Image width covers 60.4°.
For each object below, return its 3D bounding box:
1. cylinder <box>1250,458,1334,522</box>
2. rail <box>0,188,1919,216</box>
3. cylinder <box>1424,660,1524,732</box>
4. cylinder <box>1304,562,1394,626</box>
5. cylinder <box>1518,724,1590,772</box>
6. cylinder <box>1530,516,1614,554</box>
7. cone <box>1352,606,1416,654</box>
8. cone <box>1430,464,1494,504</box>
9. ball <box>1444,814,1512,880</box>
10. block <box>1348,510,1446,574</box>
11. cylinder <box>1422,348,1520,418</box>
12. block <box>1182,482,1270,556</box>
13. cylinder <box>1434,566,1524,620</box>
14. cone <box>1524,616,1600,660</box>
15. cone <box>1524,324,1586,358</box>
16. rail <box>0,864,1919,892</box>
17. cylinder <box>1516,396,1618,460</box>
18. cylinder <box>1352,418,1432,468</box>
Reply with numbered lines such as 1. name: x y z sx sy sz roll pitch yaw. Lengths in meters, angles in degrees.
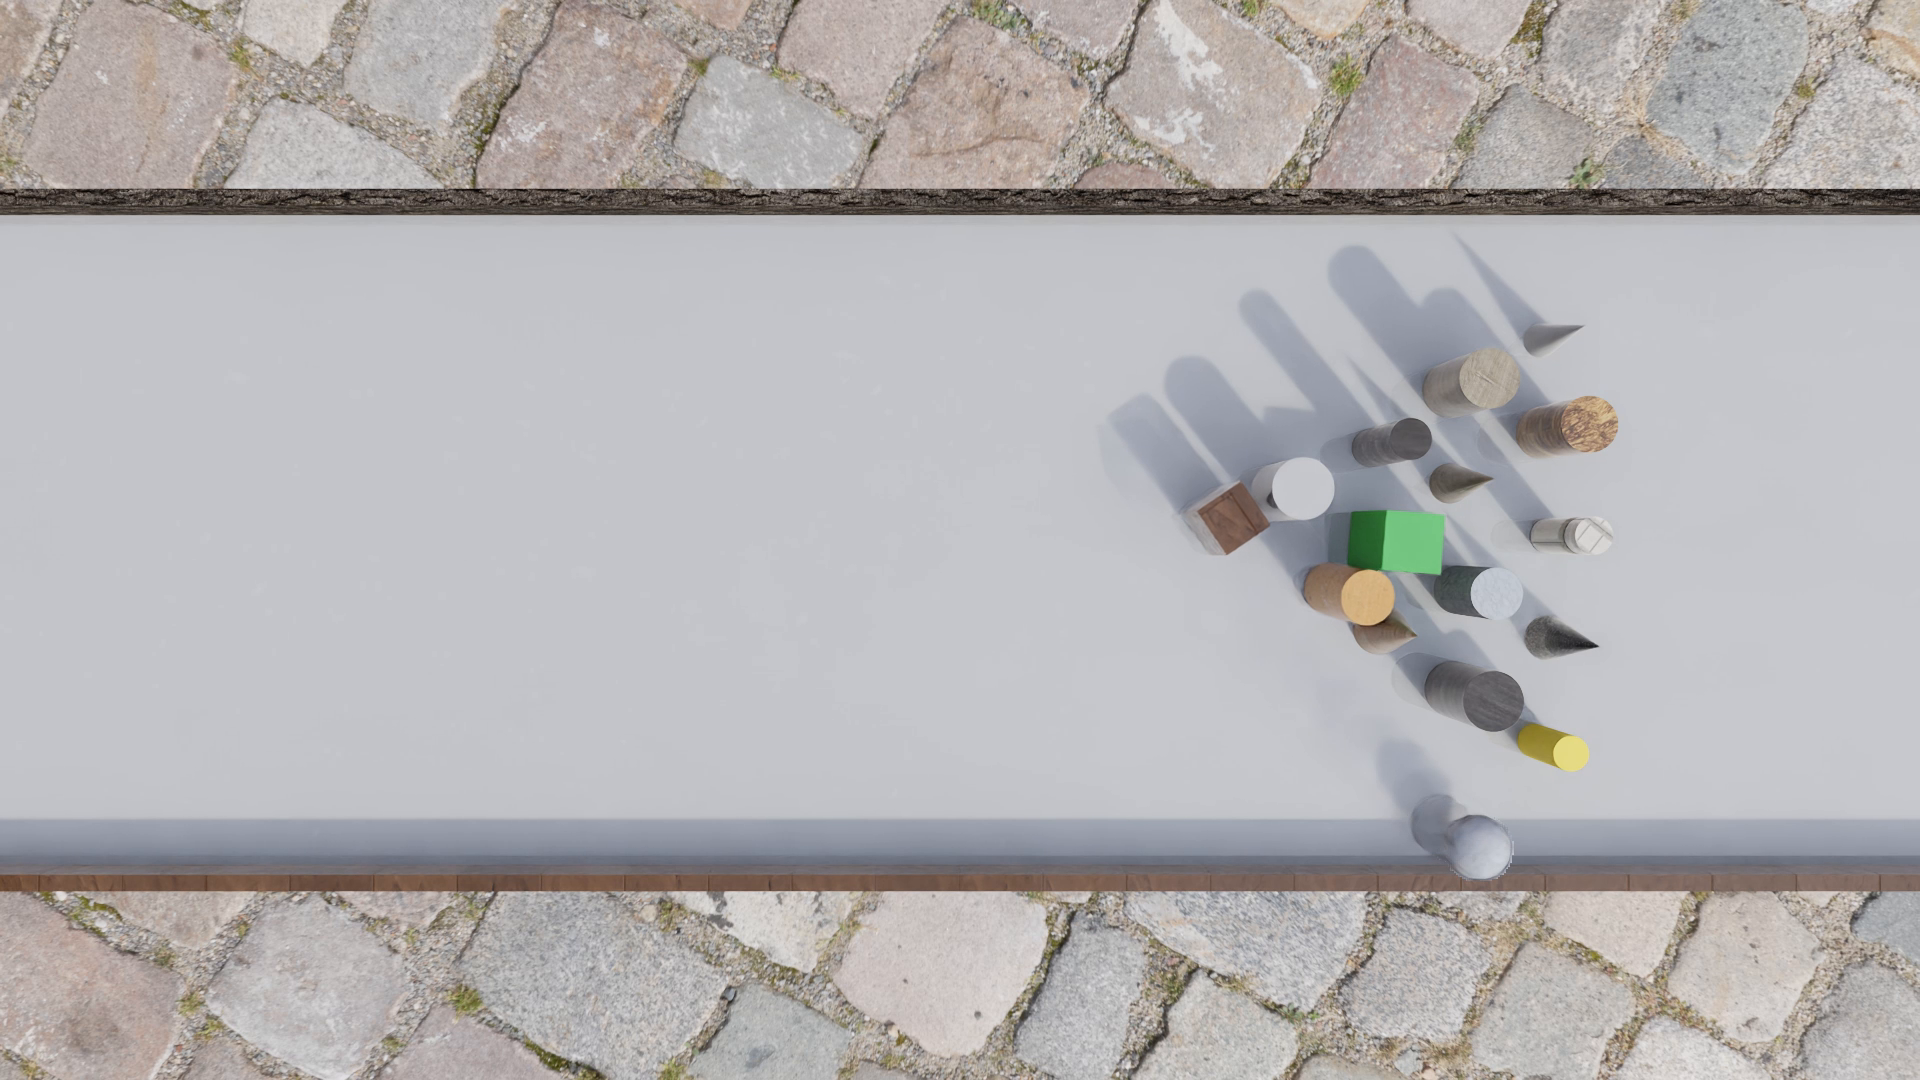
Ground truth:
1. cylinder: 0.984 -0.148 4.902 0.180 0.348 0.180 0 90 0
2. rail: -2.247 -1.025 5.002 12.000 0.150 0.050 0 90 0
3. cylinder: 1.516 0.459 4.881 0.173 0.391 0.173 0 90 0
4. cylinder: 1.154 0.157 4.904 0.161 0.327 0.161 0 93 -7
5. cylinder: 1.768 0.618 4.923 0.104 0.308 0.104 0 90 0
6. cylinder: 1.808 -0.012 4.889 0.109 0.375 0.109 0 90 0
7. cone: 1.291 0.271 4.864 0.164 0.425 0.164 0 90 0
8. cone: 1.507 -0.174 4.861 0.124 0.432 0.124 0 90 0
9. ball: 1.536 0.911 4.892 0.191 0.191 0.191 0 90 0
10. block: 1.291 0.006 4.901 0.172 0.342 0.172 5 90 -3
11. cylinder: 1.509 -0.461 4.887 0.173 0.380 0.173 0 90 0
12. block: 0.791 -0.062 4.922 0.155 0.307 0.155 -34 90 0
13. cylinder: 1.532 0.153 4.892 0.150 0.370 0.150 0 90 0
14. cone: 1.807 0.301 4.865 0.139 0.423 0.139 0 90 0
15. cone: 1.787 -0.614 4.891 0.106 0.370 0.106 0 90 0
16. rail: -2.247 1.025 5.001 12.000 0.150 0.050 0 90 0
17. cylinder: 1.791 -0.329 4.884 0.162 0.386 0.162 0 90 0
18. cylinder: 1.264 -0.283 4.850 0.119 0.452 0.119 0 90 0
